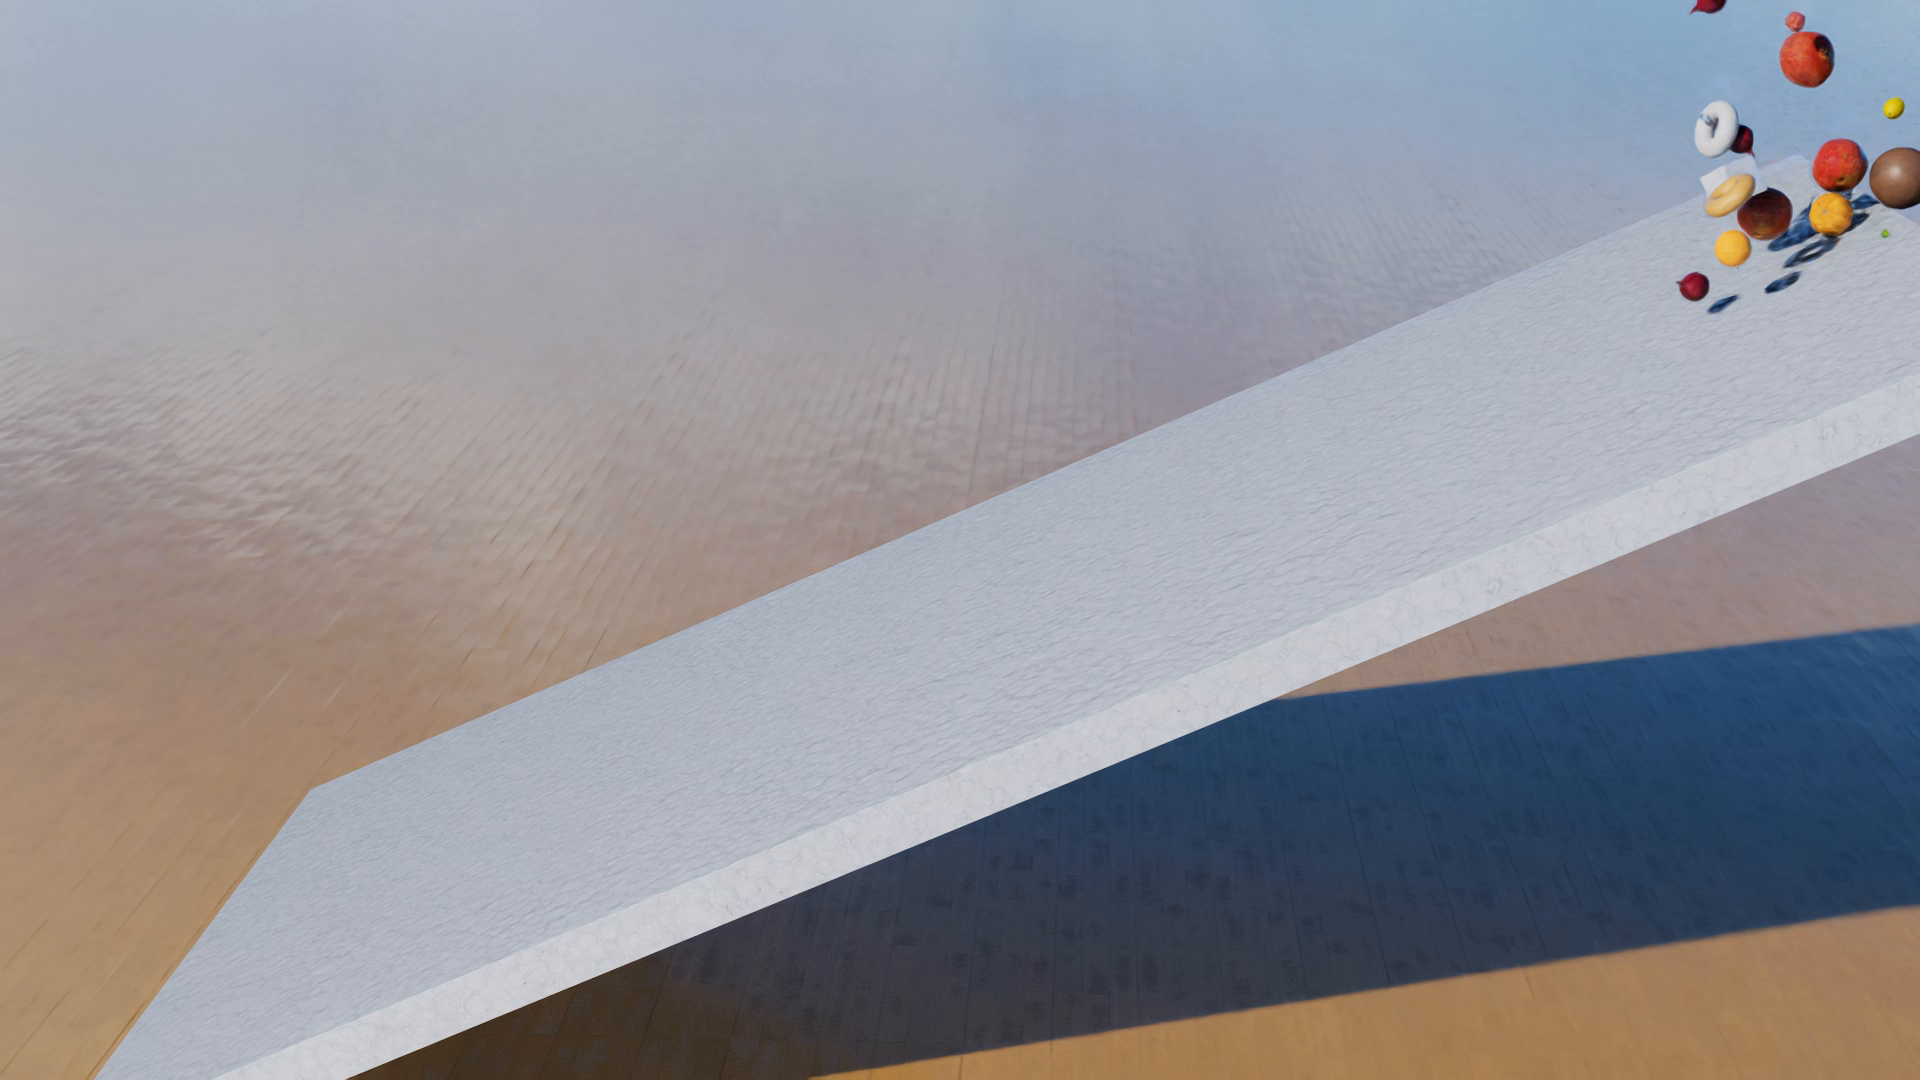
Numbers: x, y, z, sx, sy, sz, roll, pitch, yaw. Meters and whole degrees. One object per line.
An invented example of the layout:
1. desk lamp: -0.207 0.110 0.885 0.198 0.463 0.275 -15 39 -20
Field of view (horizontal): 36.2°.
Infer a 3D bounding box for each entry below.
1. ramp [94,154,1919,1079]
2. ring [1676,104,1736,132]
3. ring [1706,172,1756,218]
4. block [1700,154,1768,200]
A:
1. ramp: 0.133 0.170 6.284 4.000 0.100 2.000 -23 13 9
2. ring: 1.533 -0.866 6.041 0.121 0.040 0.121 -3 22 1
3. ring: 1.526 -0.683 5.826 0.114 0.038 0.114 -41 11 10
4. block: 1.590 -0.732 6.044 0.080 0.080 0.080 -23 -2 -24
